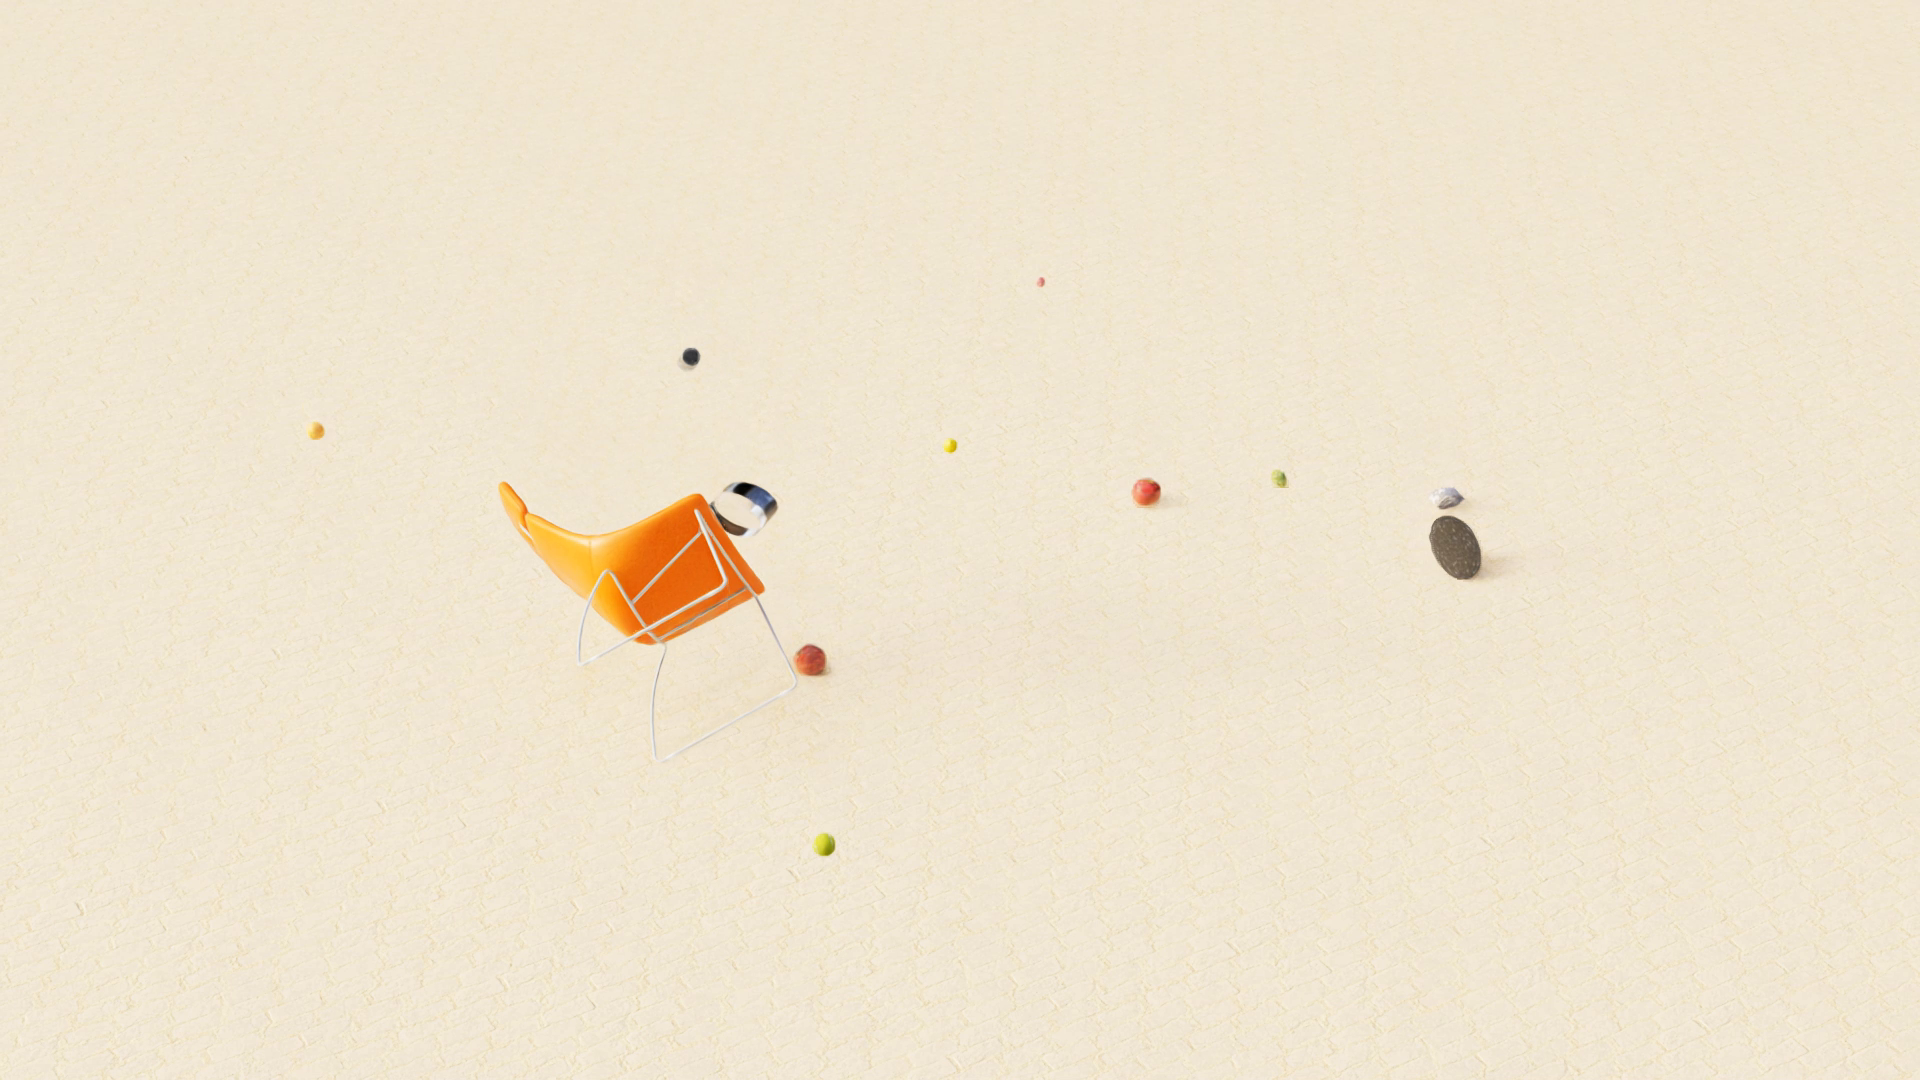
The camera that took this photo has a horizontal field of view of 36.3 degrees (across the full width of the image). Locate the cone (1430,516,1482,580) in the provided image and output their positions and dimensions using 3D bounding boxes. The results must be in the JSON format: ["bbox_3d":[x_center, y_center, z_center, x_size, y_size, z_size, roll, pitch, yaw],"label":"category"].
[{"bbox_3d":[1.862,0.015,10.783,0.176,0.188,0.251,-14,73,-53],"label":"cone"}]

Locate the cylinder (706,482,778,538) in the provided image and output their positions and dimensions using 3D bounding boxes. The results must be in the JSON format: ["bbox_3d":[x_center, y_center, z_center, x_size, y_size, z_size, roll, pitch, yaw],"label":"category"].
[{"bbox_3d":[-0.740,-0.104,9.960,0.224,0.149,0.112,9,41,31],"label":"cylinder"}]
